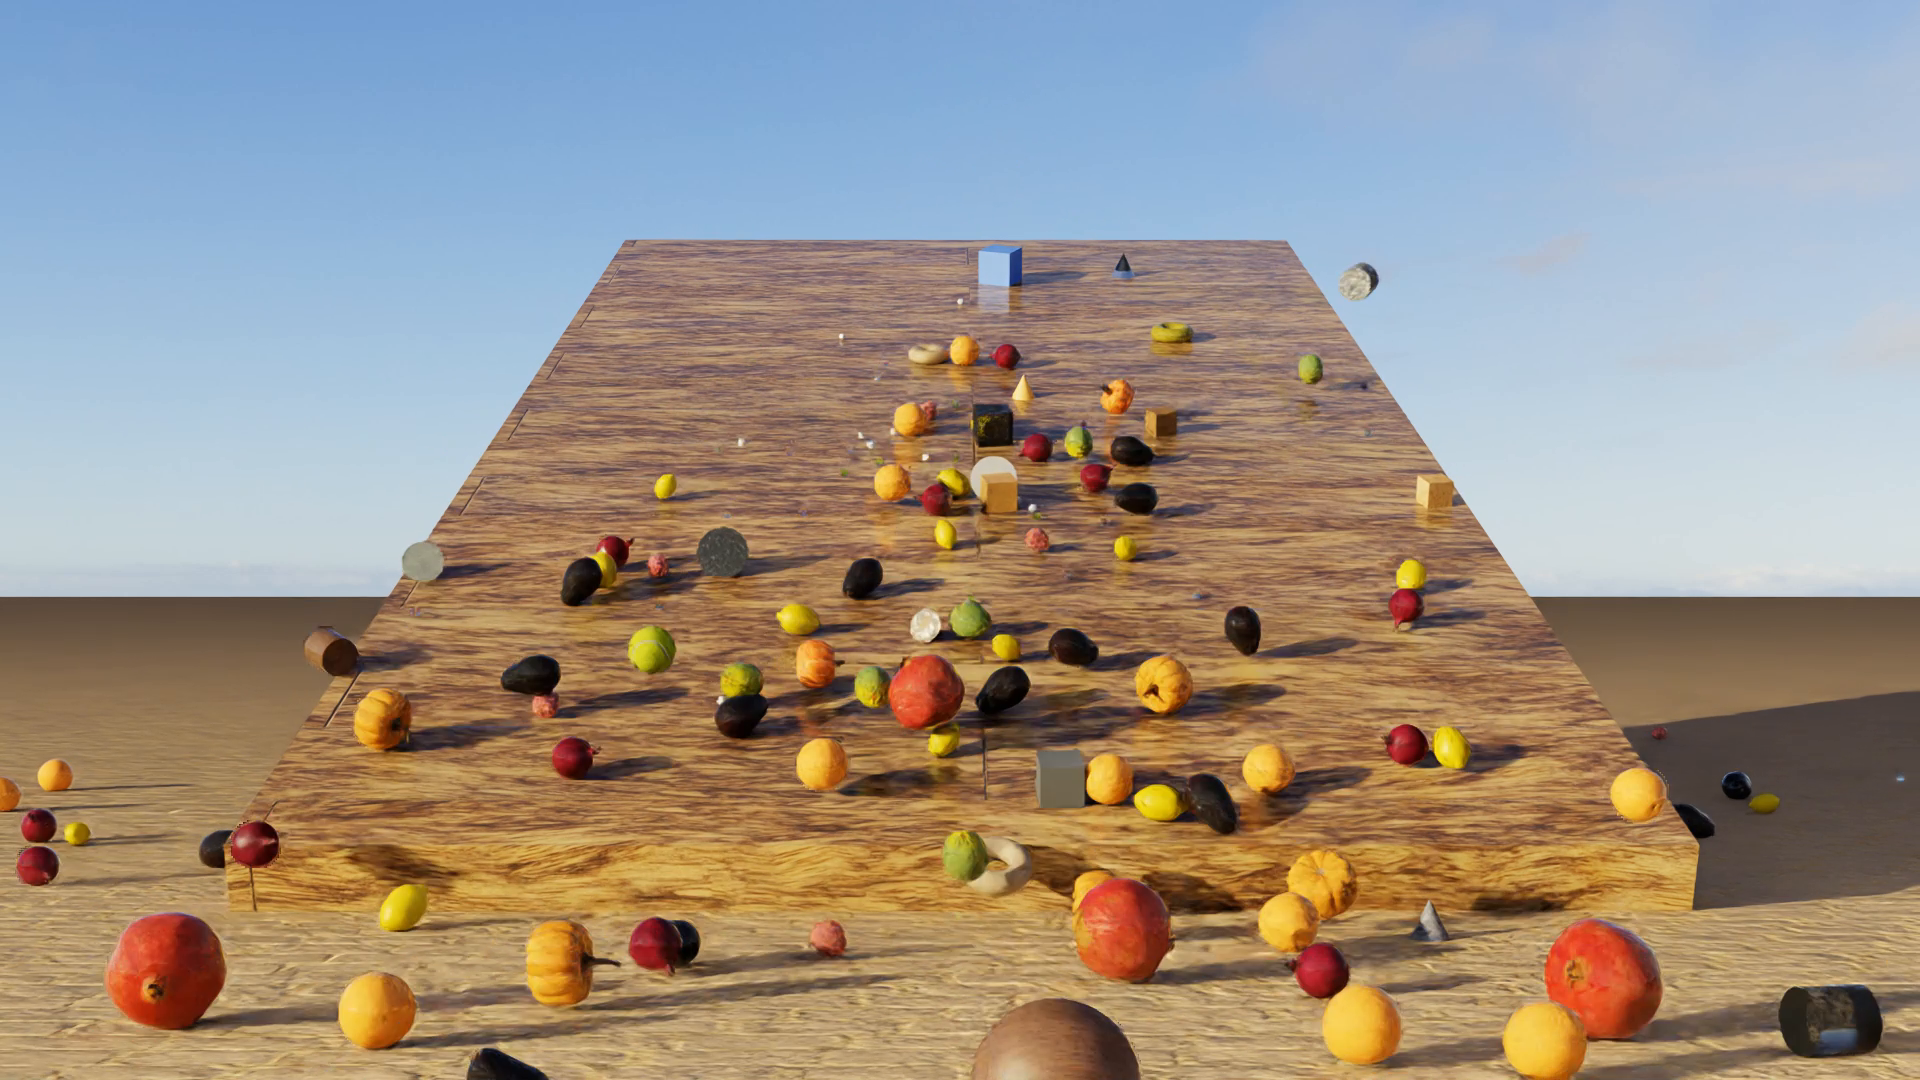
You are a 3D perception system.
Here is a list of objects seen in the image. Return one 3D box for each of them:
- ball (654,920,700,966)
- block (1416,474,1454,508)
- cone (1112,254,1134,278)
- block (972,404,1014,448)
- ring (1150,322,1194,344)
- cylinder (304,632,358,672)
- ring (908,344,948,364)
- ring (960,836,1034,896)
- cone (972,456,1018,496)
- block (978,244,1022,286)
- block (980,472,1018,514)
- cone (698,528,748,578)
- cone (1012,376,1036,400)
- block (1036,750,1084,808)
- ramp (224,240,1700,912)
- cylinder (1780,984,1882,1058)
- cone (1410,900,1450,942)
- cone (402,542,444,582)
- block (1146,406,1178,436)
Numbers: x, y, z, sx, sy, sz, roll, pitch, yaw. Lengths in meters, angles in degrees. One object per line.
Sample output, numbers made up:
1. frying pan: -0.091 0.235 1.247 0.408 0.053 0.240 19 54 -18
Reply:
1. ball: -0.330 0.471 2.635 0.054 0.054 0.054 0 -1 0
2. block: 0.934 -0.096 4.436 0.052 0.052 0.052 -5 20 -14
3. cone: 0.460 -0.776 6.353 0.066 0.066 0.066 0 19 0
4. block: 0.070 -0.245 4.824 0.073 0.073 0.073 -3 20 -9
5. ring: 0.533 -0.521 5.671 0.109 0.036 0.109 1 18 0
6. cylinder: -1.010 0.180 3.623 0.062 0.062 0.062 1 -4 -44
7. ring: -0.076 -0.450 5.470 0.099 0.033 0.099 1 19 0
8. ring: 0.048 0.434 3.001 0.098 0.033 0.098 1 36 -1
9. cone: 0.068 -0.115 4.502 0.092 0.092 0.092 0 -10 1
10. block: 0.112 -0.764 6.277 0.092 0.092 0.092 8 21 22
11. block: 0.076 -0.092 4.409 0.060 0.060 0.060 -4 20 -11
12. cone: -0.423 0.029 4.090 0.092 0.092 0.092 0 -7 3
13. cone: 0.145 -0.353 5.164 0.054 0.054 0.054 0 19 0
14. block: 0.141 0.337 3.182 0.062 0.062 0.062 -1 19 -4
15. ramp: -0.004 -0.201 4.960 2.000 0.100 4.000 0 19 0
16. cylinder: 0.823 0.454 2.134 0.065 0.065 0.065 0 -1 -15
17. cone: 0.592 0.477 2.844 0.051 0.051 0.051 0 -1 0
18. cone: -0.963 0.044 4.058 0.074 0.074 0.074 0 -8 -10
19. block: 0.436 -0.257 4.894 0.050 0.050 0.050 -8 21 -21
